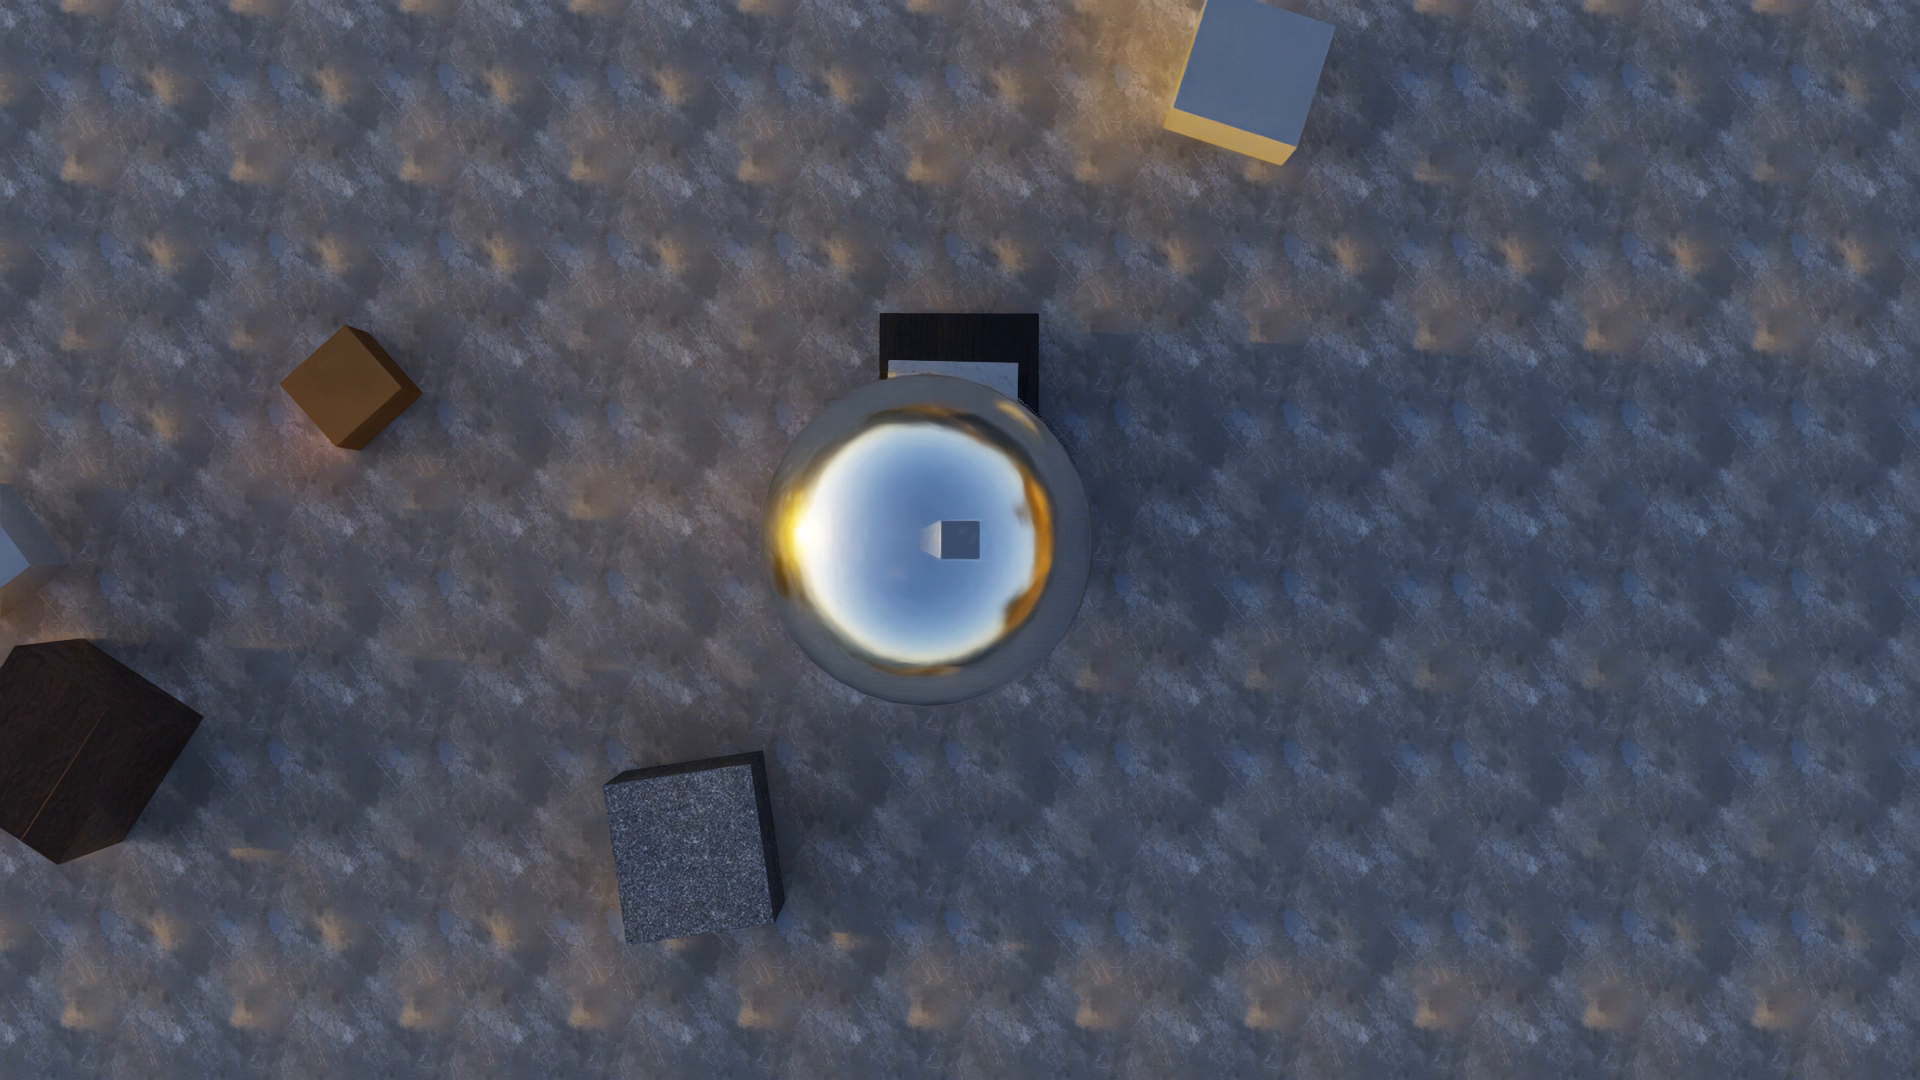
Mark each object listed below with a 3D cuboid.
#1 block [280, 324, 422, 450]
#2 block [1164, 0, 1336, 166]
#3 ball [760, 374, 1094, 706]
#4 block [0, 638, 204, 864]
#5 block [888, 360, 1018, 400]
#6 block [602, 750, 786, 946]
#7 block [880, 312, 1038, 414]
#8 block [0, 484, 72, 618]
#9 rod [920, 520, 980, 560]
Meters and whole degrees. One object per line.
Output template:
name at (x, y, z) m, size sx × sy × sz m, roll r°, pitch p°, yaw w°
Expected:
block at (-3.521, -0.877, 12.749) m, size 0.504 × 0.501 × 0.483 m, roll -42°, pitch 90°, yaw 0°
block at (1.659, -2.665, 12.695) m, size 0.733 × 0.610 × 0.717 m, roll 18°, pitch 90°, yaw 0°
ball at (-0.161, 0.000, 10.566) m, size 1.600 × 1.600 × 1.600 m, roll 0°, pitch 90°, yaw 0°
block at (-5.066, 1.182, 12.530) m, size 0.853 × 0.940 × 0.880 m, roll 33°, pitch 90°, yaw 0°
block at (-0.041, -0.578, 11.763) m, size 0.671 × 0.717 × 0.695 m, roll 1°, pitch 90°, yaw 0°
block at (-1.510, 1.750, 12.613) m, size 0.830 × 0.773 × 0.900 m, roll -8°, pitch 90°, yaw 0°
block at (-0.005, -0.793, 12.561) m, size 0.879 × 0.878 × 0.914 m, roll 0°, pitch 90°, yaw 0°
block at (-5.669, 0.089, 12.709) m, size 0.606 × 0.582 × 0.595 m, roll -37°, pitch 90°, yaw 0°
rod at (-0.070, 0.000, 7.167) m, size 0.080 × 5.200 × 0.080 m, roll 0°, pitch 90°, yaw -2°
